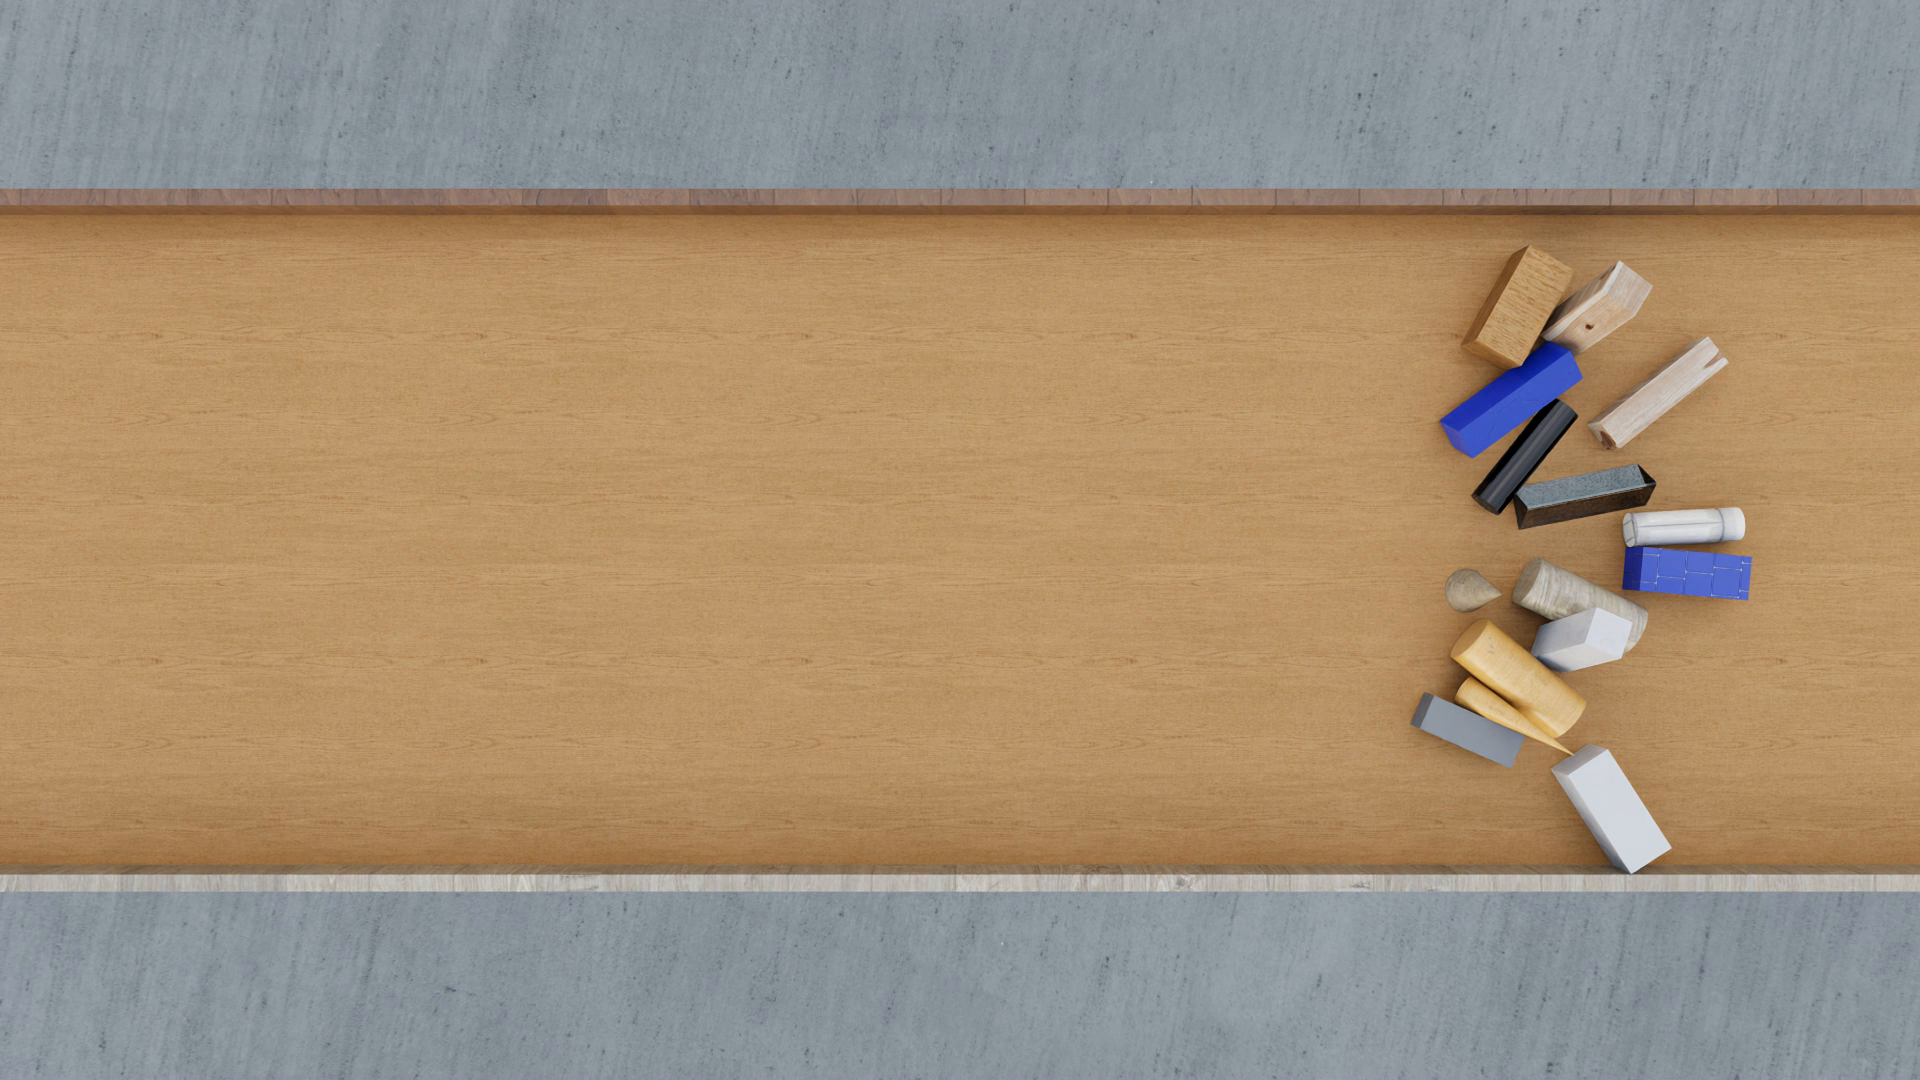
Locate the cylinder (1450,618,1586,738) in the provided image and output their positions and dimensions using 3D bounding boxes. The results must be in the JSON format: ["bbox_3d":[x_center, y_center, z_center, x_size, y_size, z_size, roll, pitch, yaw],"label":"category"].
[{"bbox_3d":[1.690,0.418,4.997,0.384,0.160,0.160,40,90,0],"label":"cylinder"}]

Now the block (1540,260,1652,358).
[{"bbox_3d":[1.888,-0.681,4.904,0.124,0.322,0.124,37,69,0],"label":"block"}]

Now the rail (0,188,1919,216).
[{"bbox_3d":[-2.247,-1.025,5.002,12.000,0.150,0.050,0,90,0],"label":"rail"}]

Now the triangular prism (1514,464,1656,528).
[{"bbox_3d":[1.902,-0.134,5.018,0.395,0.111,0.128,-11,90,0],"label":"triangular prism"}]

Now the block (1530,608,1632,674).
[{"bbox_3d":[1.830,0.300,4.878,0.112,0.382,0.112,23,78,0],"label":"block"}]

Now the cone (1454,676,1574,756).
[{"bbox_3d":[1.669,0.546,4.923,0.381,0.104,0.104,33,90,36],"label":"cone"}]

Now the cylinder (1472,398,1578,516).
[{"bbox_3d":[1.720,-0.255,5.025,0.103,0.103,0.380,39,90,0],"label":"cylinder"}]

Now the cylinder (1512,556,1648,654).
[{"bbox_3d":[1.878,0.197,4.998,0.356,0.156,0.156,25,90,0],"label":"cylinder"}]

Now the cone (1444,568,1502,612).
[{"bbox_3d":[1.558,0.156,4.905,0.135,0.344,0.135,0,90,0],"label":"cone"}]

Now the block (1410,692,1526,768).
[{"bbox_3d":[1.544,0.579,5.022,0.301,0.108,0.108,24,90,0],"label":"block"}]

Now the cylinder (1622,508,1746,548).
[{"bbox_3d":[2.203,-0.039,5.025,0.329,0.104,0.104,-3,90,0],"label":"cylinder"}]

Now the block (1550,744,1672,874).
[{"bbox_3d":[1.973,0.813,5.005,0.144,0.144,0.351,-33,90,0],"label":"block"}]

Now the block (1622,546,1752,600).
[{"bbox_3d":[2.206,0.101,5.011,0.327,0.131,0.131,5,90,0],"label":"block"}]

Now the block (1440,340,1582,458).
[{"bbox_3d":[1.671,-0.426,5.003,0.413,0.109,0.109,-36,117,0],"label":"block"}]

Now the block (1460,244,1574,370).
[{"bbox_3d":[1.688,-0.701,4.998,0.156,0.156,0.327,29,90,0],"label":"block"}]

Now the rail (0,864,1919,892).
[{"bbox_3d":[-2.247,1.025,5.001,12.000,0.150,0.050,0,90,0],"label":"rail"}]

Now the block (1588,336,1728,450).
[{"bbox_3d":[2.124,-0.446,5.026,0.417,0.101,0.101,-38,90,0],"label":"block"}]
